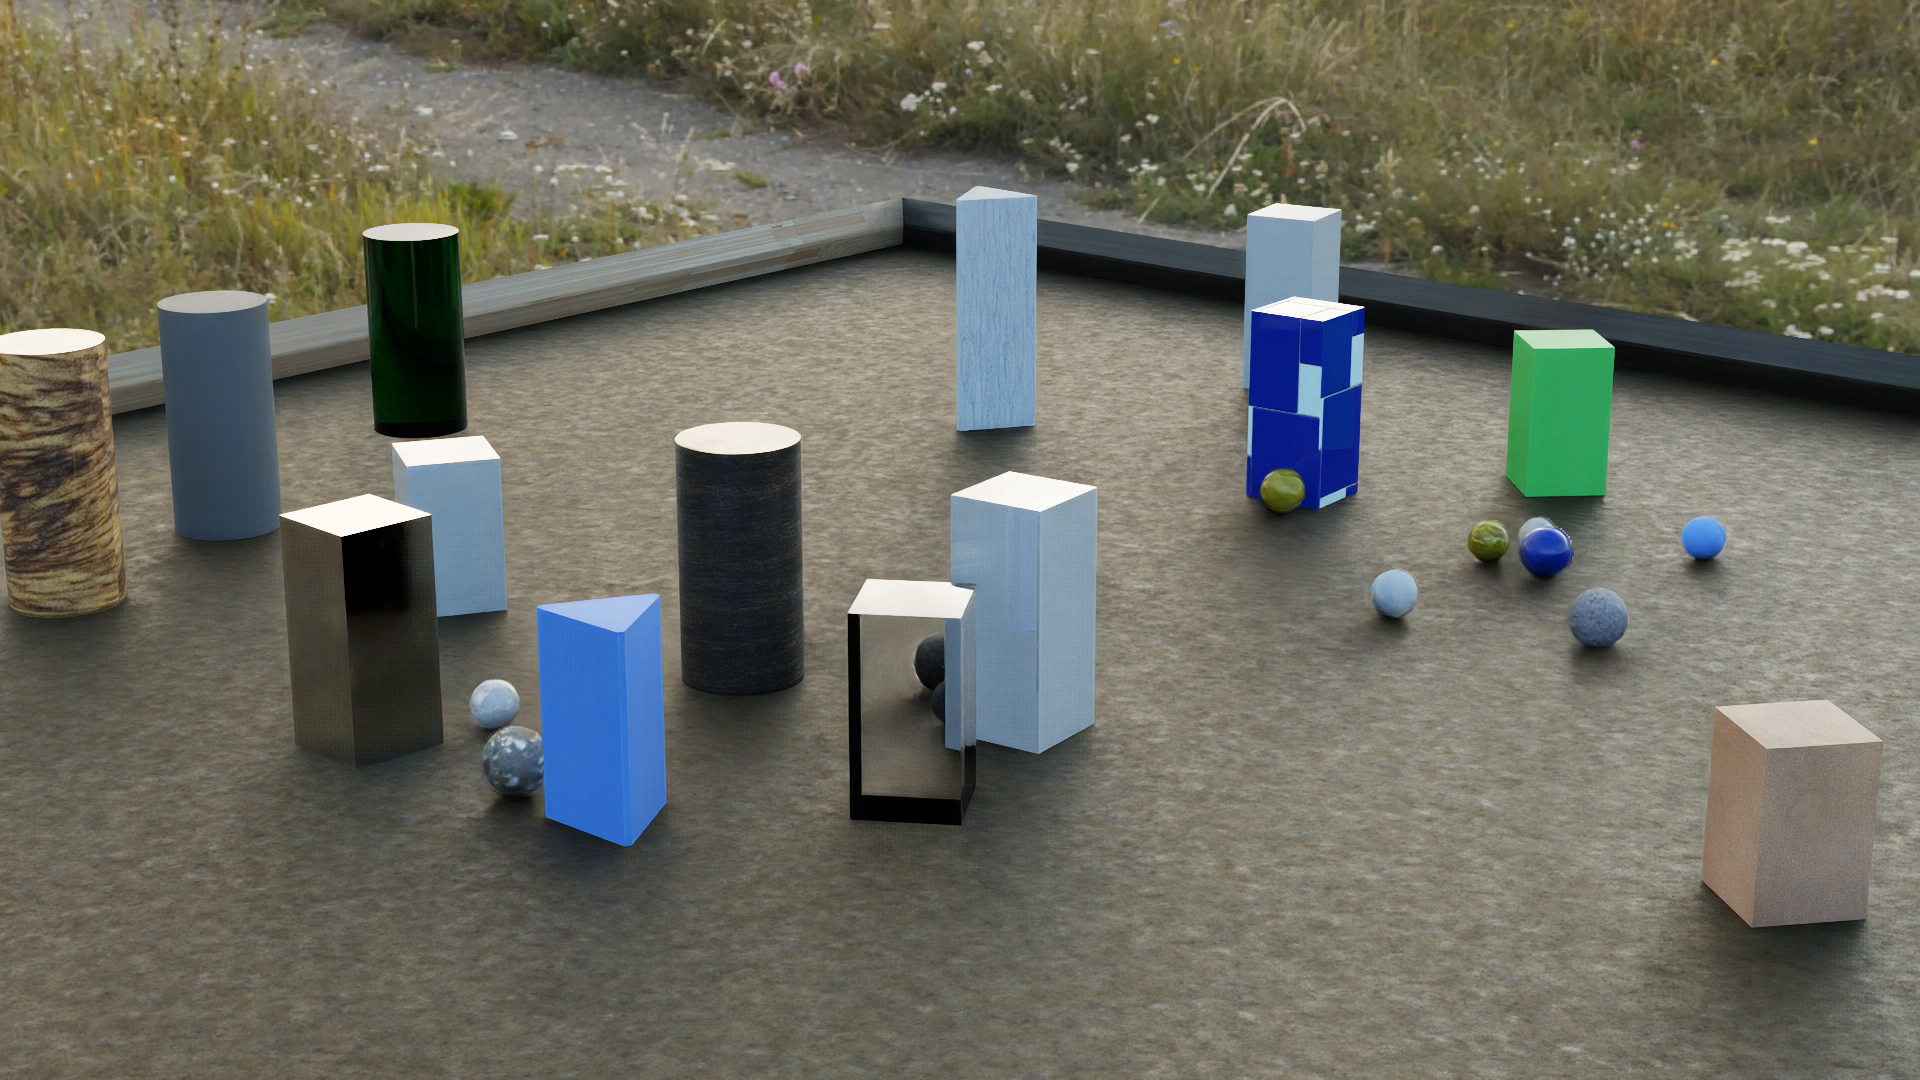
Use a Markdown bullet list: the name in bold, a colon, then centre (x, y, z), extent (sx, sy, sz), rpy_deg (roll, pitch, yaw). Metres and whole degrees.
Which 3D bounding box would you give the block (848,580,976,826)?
- **block**: centre (-0.066, 0.229, 4.163), extent (0.158, 0.307, 0.158), rpy_deg (2, 17, 8)

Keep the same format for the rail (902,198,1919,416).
- **rail**: centre (1.501, -0.466, 6.775), extent (4.444, 0.129, 0.045), rpy_deg (14, 22, 39)

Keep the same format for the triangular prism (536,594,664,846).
- **triangular prism**: centre (-0.473, 0.241, 4.111), extent (0.172, 0.312, 0.149), rpy_deg (14, 22, 39)

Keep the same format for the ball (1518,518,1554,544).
- **ball**: centre (1.055, -0.006, 5.355), extent (0.069, 0.069, 0.069), rpy_deg (0, 17, 0)

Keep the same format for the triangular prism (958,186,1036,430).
- **triangular prism**: centre (0.058, -0.497, 6.246), extent (0.172, 0.494, 0.149), rpy_deg (-5, 17, -15)

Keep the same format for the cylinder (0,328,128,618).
- **cylinder**: centre (-1.553, -0.116, 5.040), extent (0.198, 0.461, 0.198), rpy_deg (0, 17, 0)

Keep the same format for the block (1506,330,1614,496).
- **block**: centre (1.180, -0.251, 5.772), extent (0.158, 0.296, 0.158), rpy_deg (-1, 17, -3)

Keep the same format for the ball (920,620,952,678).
- **ball**: centre (-0.015, 0.176, 4.700), extent (0.097, 0.097, 0.097), rpy_deg (0, 17, 0)

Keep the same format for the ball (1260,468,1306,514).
- **ball**: centre (0.619, -0.094, 5.617), extent (0.087, 0.087, 0.087), rpy_deg (0, 17, 0)

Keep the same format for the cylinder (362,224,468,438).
- **cylinder**: centre (-1.149, -0.444, 6.196), extent (0.198, 0.421, 0.198), rpy_deg (0, 17, 0)

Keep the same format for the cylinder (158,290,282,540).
- **cylinder**: centre (-1.382, -0.234, 5.482), extent (0.198, 0.431, 0.198), rpy_deg (0, 17, 0)

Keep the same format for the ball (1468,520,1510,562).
- **ball**: centre (0.958, 0.003, 5.314), extent (0.075, 0.075, 0.075), rpy_deg (0, 17, 0)

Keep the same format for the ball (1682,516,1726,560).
- **ball**: centre (1.354, -0.005, 5.333), extent (0.078, 0.078, 0.078), rpy_deg (0, 17, 0)

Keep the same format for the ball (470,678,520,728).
- **ball**: centre (-0.712, 0.251, 4.489), extent (0.076, 0.076, 0.076), rpy_deg (0, 17, 0)

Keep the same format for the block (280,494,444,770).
- **block**: centre (-0.893, 0.135, 4.381), extent (0.158, 0.360, 0.158), rpy_deg (16, 23, 42)

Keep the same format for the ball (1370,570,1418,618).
- **ball**: centre (0.742, 0.092, 5.009), extent (0.081, 0.081, 0.081), rpy_deg (0, 17, 0)

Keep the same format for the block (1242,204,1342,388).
- **block**: centre (0.742, -0.539, 6.560), extent (0.158, 0.393, 0.158), rpy_deg (9, 19, 28)

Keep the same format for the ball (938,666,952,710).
- **ball**: centre (0.002, 0.231, 4.556), extent (0.076, 0.076, 0.076), rpy_deg (0, 17, 0)

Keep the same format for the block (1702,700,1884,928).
- **block**: centre (1.088, 0.357, 3.842), extent (0.158, 0.247, 0.158), rpy_deg (-3, 17, -10)

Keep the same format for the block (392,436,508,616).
- **block**: centre (-0.881, -0.023, 5.062), extent (0.158, 0.271, 0.158), rpy_deg (-6, 18, -19)

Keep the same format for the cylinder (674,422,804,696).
- **cylinder**: centre (-0.350, 0.029, 4.670), extent (0.198, 0.397, 0.198), rpy_deg (0, 17, 0)

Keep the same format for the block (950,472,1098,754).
- **block**: centre (0.097, 0.108, 4.441), extent (0.158, 0.378, 0.158), rpy_deg (11, 20, 33)

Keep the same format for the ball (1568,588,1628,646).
- **ball**: centre (1.058, 0.128, 4.859), extent (0.098, 0.098, 0.098), rpy_deg (0, 17, 0)

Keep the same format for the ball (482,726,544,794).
- **ball**: centre (-0.640, 0.318, 4.227), extent (0.099, 0.099, 0.099), rpy_deg (0, 17, 0)

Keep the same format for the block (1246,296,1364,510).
- **block**: centre (0.671, -0.268, 5.699), extent (0.158, 0.371, 0.158), rpy_deg (12, 21, 35)

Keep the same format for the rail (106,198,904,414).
- **rail**: centre (-1.660, -0.384, 6.500), extent (0.045, 0.129, 4.626), rpy_deg (14, 22, 39)

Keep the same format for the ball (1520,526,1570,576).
- **ball**: centre (1.043, 0.021, 5.229), extent (0.090, 0.090, 0.090), rpy_deg (0, 17, 0)
